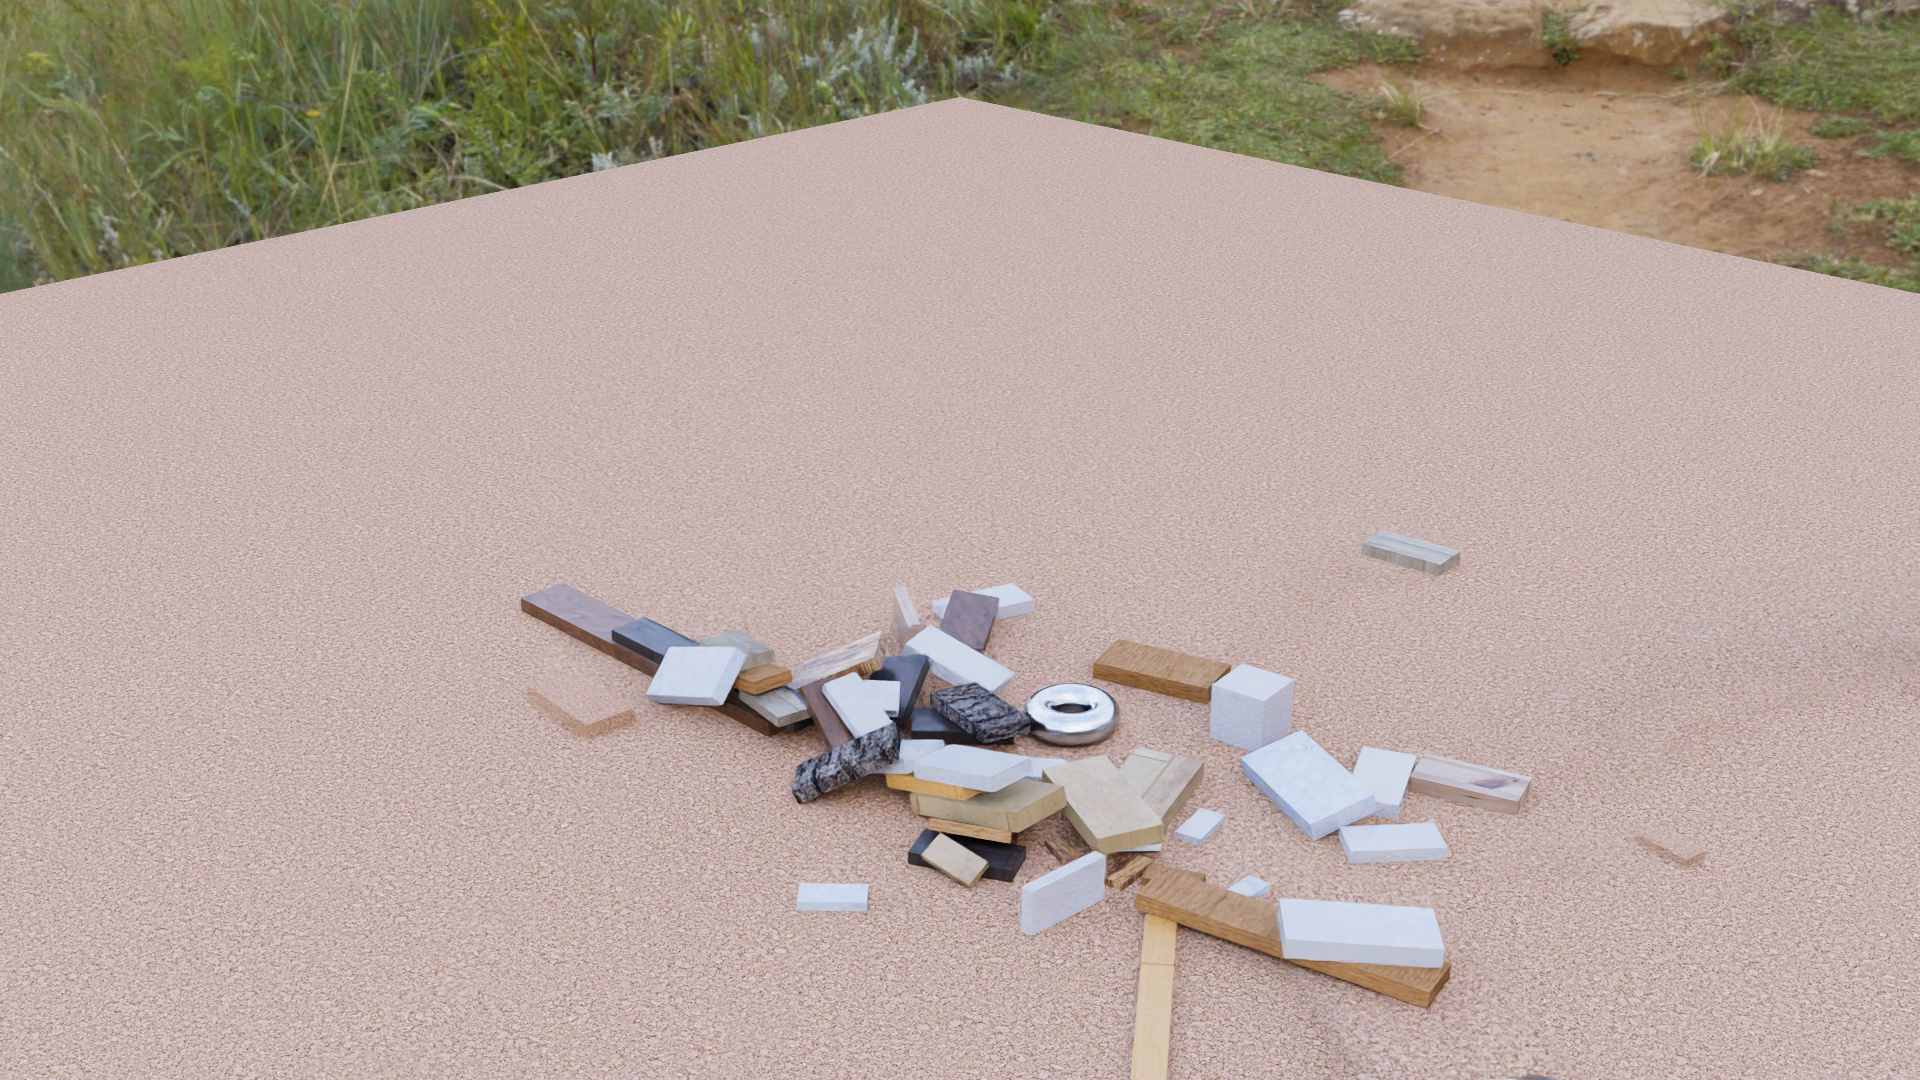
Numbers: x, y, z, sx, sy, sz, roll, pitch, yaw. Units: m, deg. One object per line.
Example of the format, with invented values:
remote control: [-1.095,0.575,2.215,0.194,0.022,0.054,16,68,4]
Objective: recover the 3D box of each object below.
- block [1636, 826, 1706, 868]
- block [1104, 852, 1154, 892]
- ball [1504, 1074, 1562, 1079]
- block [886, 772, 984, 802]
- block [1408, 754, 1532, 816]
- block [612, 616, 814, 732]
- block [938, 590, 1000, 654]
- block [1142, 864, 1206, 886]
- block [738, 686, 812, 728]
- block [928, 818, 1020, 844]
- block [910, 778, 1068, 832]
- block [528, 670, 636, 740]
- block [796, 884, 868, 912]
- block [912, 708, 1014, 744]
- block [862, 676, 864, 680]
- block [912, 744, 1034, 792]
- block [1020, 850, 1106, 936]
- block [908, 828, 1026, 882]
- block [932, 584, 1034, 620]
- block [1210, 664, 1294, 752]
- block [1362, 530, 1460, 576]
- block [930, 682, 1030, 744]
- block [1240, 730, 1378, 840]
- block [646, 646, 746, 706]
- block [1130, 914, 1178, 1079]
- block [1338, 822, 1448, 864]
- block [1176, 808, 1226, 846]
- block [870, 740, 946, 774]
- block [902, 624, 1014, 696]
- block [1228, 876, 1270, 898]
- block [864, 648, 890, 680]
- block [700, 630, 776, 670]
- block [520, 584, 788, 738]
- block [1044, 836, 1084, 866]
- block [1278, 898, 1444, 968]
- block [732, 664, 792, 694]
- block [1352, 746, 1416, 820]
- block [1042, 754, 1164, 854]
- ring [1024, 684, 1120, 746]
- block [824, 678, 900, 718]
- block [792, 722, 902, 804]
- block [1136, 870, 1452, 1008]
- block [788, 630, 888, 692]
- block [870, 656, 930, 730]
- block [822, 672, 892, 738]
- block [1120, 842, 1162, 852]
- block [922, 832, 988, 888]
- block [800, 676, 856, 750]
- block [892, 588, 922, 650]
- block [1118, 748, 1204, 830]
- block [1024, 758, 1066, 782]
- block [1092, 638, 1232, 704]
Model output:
block: [1.396,0.602,4.321,0.059,0.017,0.119,-15,27,-32]
block: [0.319,0.637,4.238,0.056,0.016,0.112,16,28,34]
ball: [0.849,0.926,3.226,0.275,0.275,0.275,0,23,0]
block: [-0.032,0.480,4.464,0.227,0.032,0.113,4,19,46]
block: [1.052,0.503,4.535,0.225,0.032,0.112,12,26,25]
block: [-0.547,0.296,4.937,0.099,0.028,0.645,-21,31,-41]
block: [0.017,0.200,5.194,0.114,0.032,0.229,10,32,7]
block: [0.409,0.649,4.210,0.112,0.016,0.056,8,24,19]
block: [-0.399,0.351,4.742,0.083,0.023,0.166,-15,27,-32]
block: [0.028,0.571,4.317,0.164,0.023,0.082,8,-7,13]
block: [0.055,0.519,4.396,0.293,0.042,0.147,3,19,45]
block: [-0.838,0.362,4.863,0.124,0.035,0.248,-18,29,-36]
block: [-0.240,0.674,4.149,0.131,0.019,0.066,0,23,1]
block: [0.007,0.403,4.770,0.221,0.031,0.111,0,23,0]
block: [-0.268,0.328,4.887,0.107,0.030,0.214,-28,22,6]
block: [0.024,0.454,4.389,0.113,0.032,0.227,-22,17,-40]
block: [0.193,0.657,4.090,0.191,0.095,0.027,-19,31,-38]
block: [0.014,0.613,4.280,0.210,0.027,0.095,8,24,17]
block: [0.057,0.160,5.343,0.221,0.031,0.111,-12,26,-26]
block: [0.629,0.364,4.740,0.128,0.128,0.128,17,28,34]
block: [1.156,0.033,5.644,0.221,0.031,0.111,17,28,35]
block: [0.043,0.372,4.753,0.114,0.032,0.229,-11,22,-29]
block: [0.709,0.497,4.487,0.147,0.042,0.293,-23,28,-12]
block: [-0.580,0.297,4.829,0.248,0.035,0.124,-2,56,48]
block: [0.328,0.843,3.752,0.059,0.017,0.721,3,23,7]
block: [0.850,0.596,4.322,0.191,0.027,0.095,-2,23,-4]
block: [0.480,0.573,4.391,0.056,0.016,0.112,14,27,30]
block: [-0.145,0.449,4.560,0.113,0.032,0.227,-22,11,-41]
block: [-0.004,0.280,4.972,0.230,0.033,0.115,29,32,18]
block: [0.540,0.667,4.171,0.047,0.013,0.095,21,30,40]
block: [-0.201,0.301,5.013,0.107,0.030,0.214,-6,24,-13]
block: [-0.497,0.247,4.906,0.099,0.028,0.197,-13,17,-26]
block: [-0.696,0.266,5.088,0.921,0.035,0.124,21,31,40]
block: [0.208,0.611,4.304,0.047,0.013,0.095,-10,25,-22]
block: [0.717,0.706,3.950,0.280,0.040,0.140,4,21,2]
block: [-0.467,0.294,4.827,0.099,0.028,0.197,-18,19,-38]
block: [0.868,0.500,4.541,0.112,0.032,0.225,8,24,18]
block: [0.281,0.524,4.367,0.140,0.040,0.280,-10,27,-18]
ring: [0.242,0.379,4.780,0.213,0.071,0.213,-1,24,0]
block: [-0.213,0.341,4.753,0.164,0.023,0.082,2,46,-1]
block: [-0.231,0.457,4.511,0.230,0.033,0.115,-25,20,12]
block: [0.600,0.719,3.999,0.570,0.032,0.113,15,24,28]
block: [-0.274,0.284,4.903,0.229,0.033,0.115,-23,24,19]
block: [-0.151,0.336,4.847,0.114,0.032,0.229,-3,33,18]
block: [-0.214,0.360,4.673,0.083,0.023,0.166,-20,59,-32]
block: [0.344,0.599,4.308,0.095,0.013,0.047,0,0,-1]
block: [-0.009,0.616,4.226,0.119,0.017,0.059,28,63,29]
block: [-0.270,0.374,4.683,0.083,0.023,0.166,-15,60,-26]
block: [-0.124,0.203,5.144,0.030,0.107,0.214,-4,23,-10]
block: [0.379,0.519,4.485,0.147,0.042,0.293,10,25,23]
block: [0.099,0.481,4.597,0.240,0.023,0.082,3,23,8]
block: [0.459,0.298,5.007,0.280,0.040,0.140,12,26,26]
